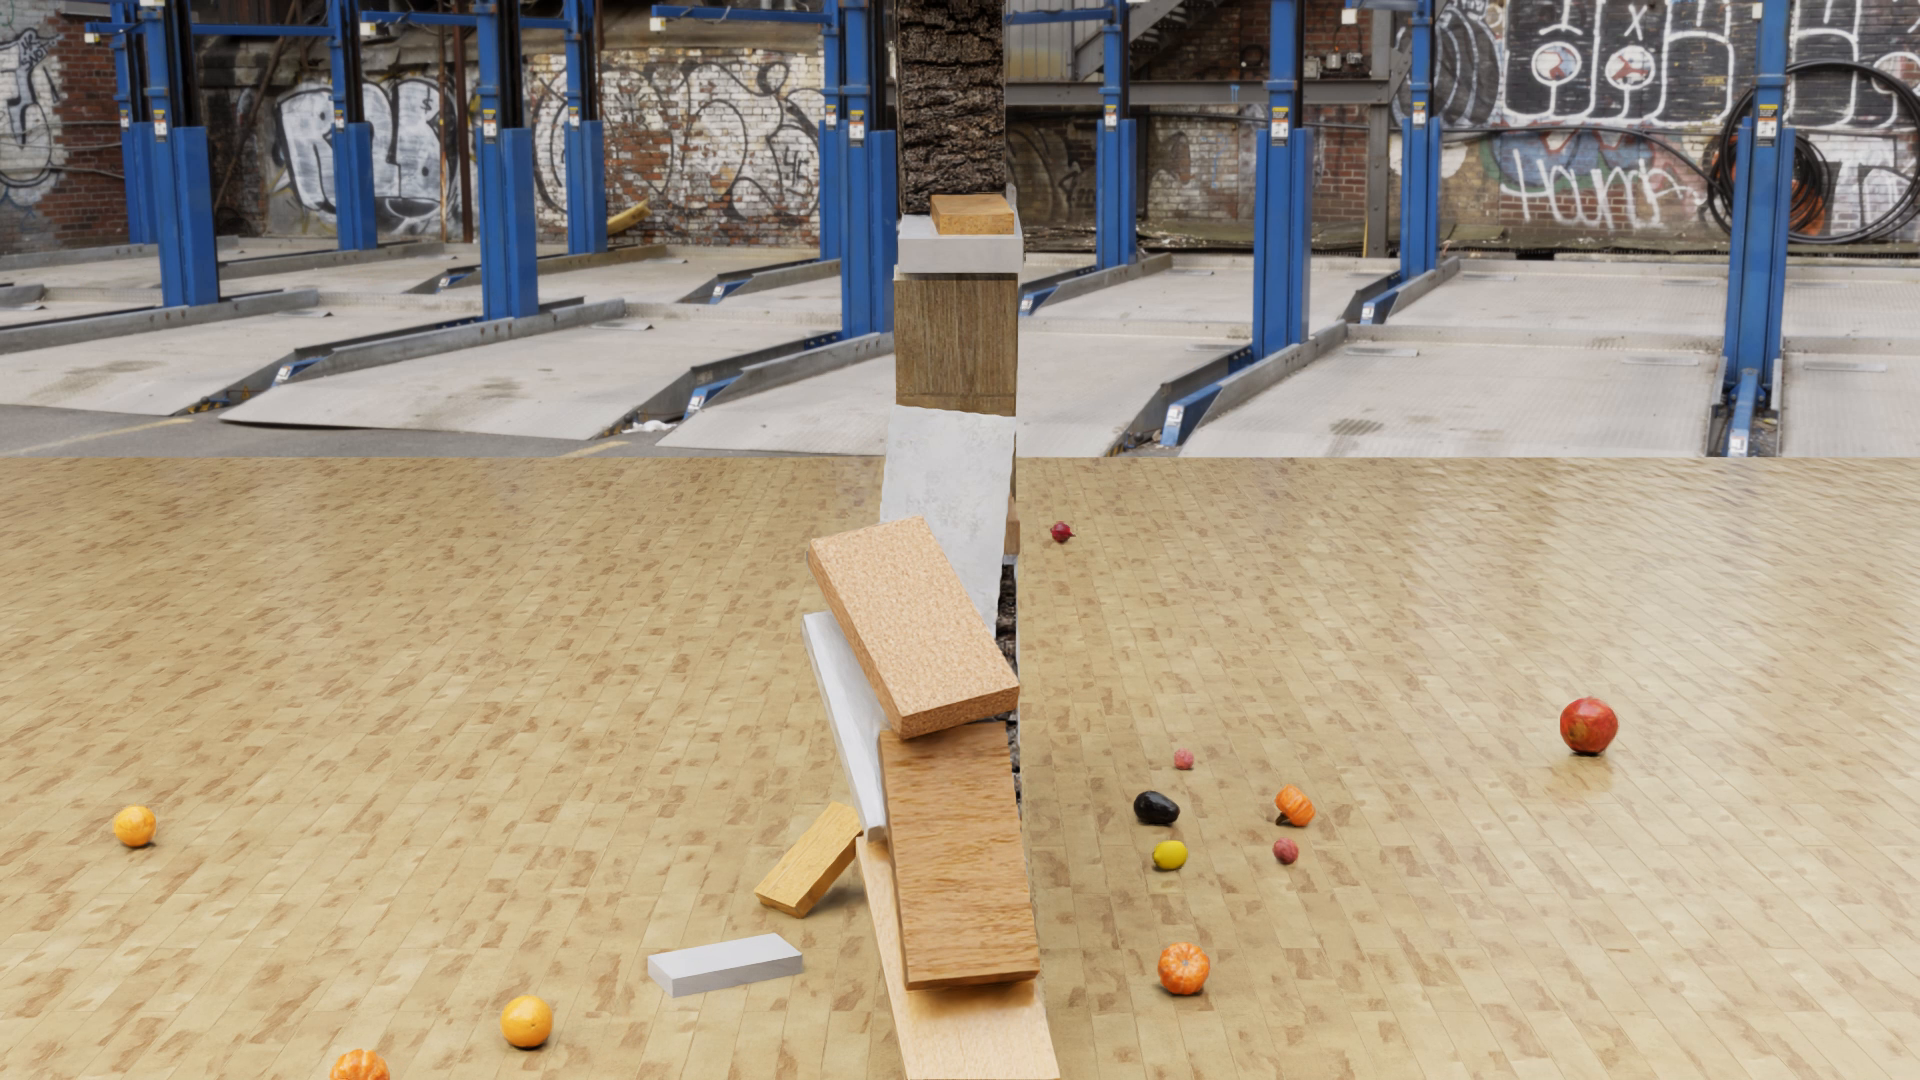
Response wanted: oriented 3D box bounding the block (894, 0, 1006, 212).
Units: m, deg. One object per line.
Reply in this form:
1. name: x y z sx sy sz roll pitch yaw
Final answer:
1. block: -0.014 -0.642 3.249 0.153 0.306 0.043 -4 10 -13

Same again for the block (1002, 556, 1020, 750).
1. block: 0.002 0.143 3.187 0.166 0.331 0.047 0 -18 0

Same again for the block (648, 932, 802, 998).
1. block: -0.354 0.640 3.317 0.209 0.030 0.104 -6 12 -28

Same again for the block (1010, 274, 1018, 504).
1. block: 0.001 -0.238 3.388 0.171 0.444 0.049 0 21 0

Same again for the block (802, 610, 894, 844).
1. block: -0.081 0.213 2.690 0.150 0.301 0.043 -12 -31 -13

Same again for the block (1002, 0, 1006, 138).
1. block: -0.006 -0.653 3.415 0.153 0.360 0.043 1 13 4

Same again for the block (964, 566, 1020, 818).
1. block: -0.004 0.266 2.995 0.166 0.477 0.047 0 -21 -2

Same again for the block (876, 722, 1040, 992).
1. block: -0.004 0.364 2.556 0.150 0.301 0.043 -3 -25 -10

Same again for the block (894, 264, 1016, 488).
1. block: -0.007 -0.234 3.187 0.171 0.343 0.049 0 34 0

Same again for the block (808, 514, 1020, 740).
1. block: -0.059 0.100 2.662 0.150 0.043 0.301 -13 48 -20

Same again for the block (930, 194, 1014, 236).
1. block: 0.016 -0.466 3.145 0.104 0.030 0.209 -1 16 -4

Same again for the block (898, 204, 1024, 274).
1. block: 0.000 -0.439 3.194 0.171 0.049 0.343 0 16 0

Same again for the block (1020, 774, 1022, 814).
1. block: 0.003 0.326 3.189 0.162 0.046 0.324 0 10 0

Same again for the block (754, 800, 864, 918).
1. block: -0.235 0.526 3.627 0.104 0.030 0.209 11 49 45

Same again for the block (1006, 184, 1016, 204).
1. block: 0.006 -0.596 3.859 0.178 0.050 0.356 0 11 0

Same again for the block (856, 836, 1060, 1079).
1. block: -0.006 0.493 2.576 0.169 0.337 0.048 -10 -31 -7

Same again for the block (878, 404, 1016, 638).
1. block: -0.025 -0.003 2.948 0.169 0.338 0.048 6 -6 -1

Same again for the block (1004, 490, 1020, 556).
1. block: -0.005 -0.032 3.143 0.166 0.047 0.331 0 11 -1

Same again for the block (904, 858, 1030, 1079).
1. block: 0.010 0.567 2.756 0.169 0.338 0.048 -2 -33 -2

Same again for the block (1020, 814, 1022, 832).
1. block: 0.005 0.527 3.119 0.162 0.324 0.046 0 12 0
